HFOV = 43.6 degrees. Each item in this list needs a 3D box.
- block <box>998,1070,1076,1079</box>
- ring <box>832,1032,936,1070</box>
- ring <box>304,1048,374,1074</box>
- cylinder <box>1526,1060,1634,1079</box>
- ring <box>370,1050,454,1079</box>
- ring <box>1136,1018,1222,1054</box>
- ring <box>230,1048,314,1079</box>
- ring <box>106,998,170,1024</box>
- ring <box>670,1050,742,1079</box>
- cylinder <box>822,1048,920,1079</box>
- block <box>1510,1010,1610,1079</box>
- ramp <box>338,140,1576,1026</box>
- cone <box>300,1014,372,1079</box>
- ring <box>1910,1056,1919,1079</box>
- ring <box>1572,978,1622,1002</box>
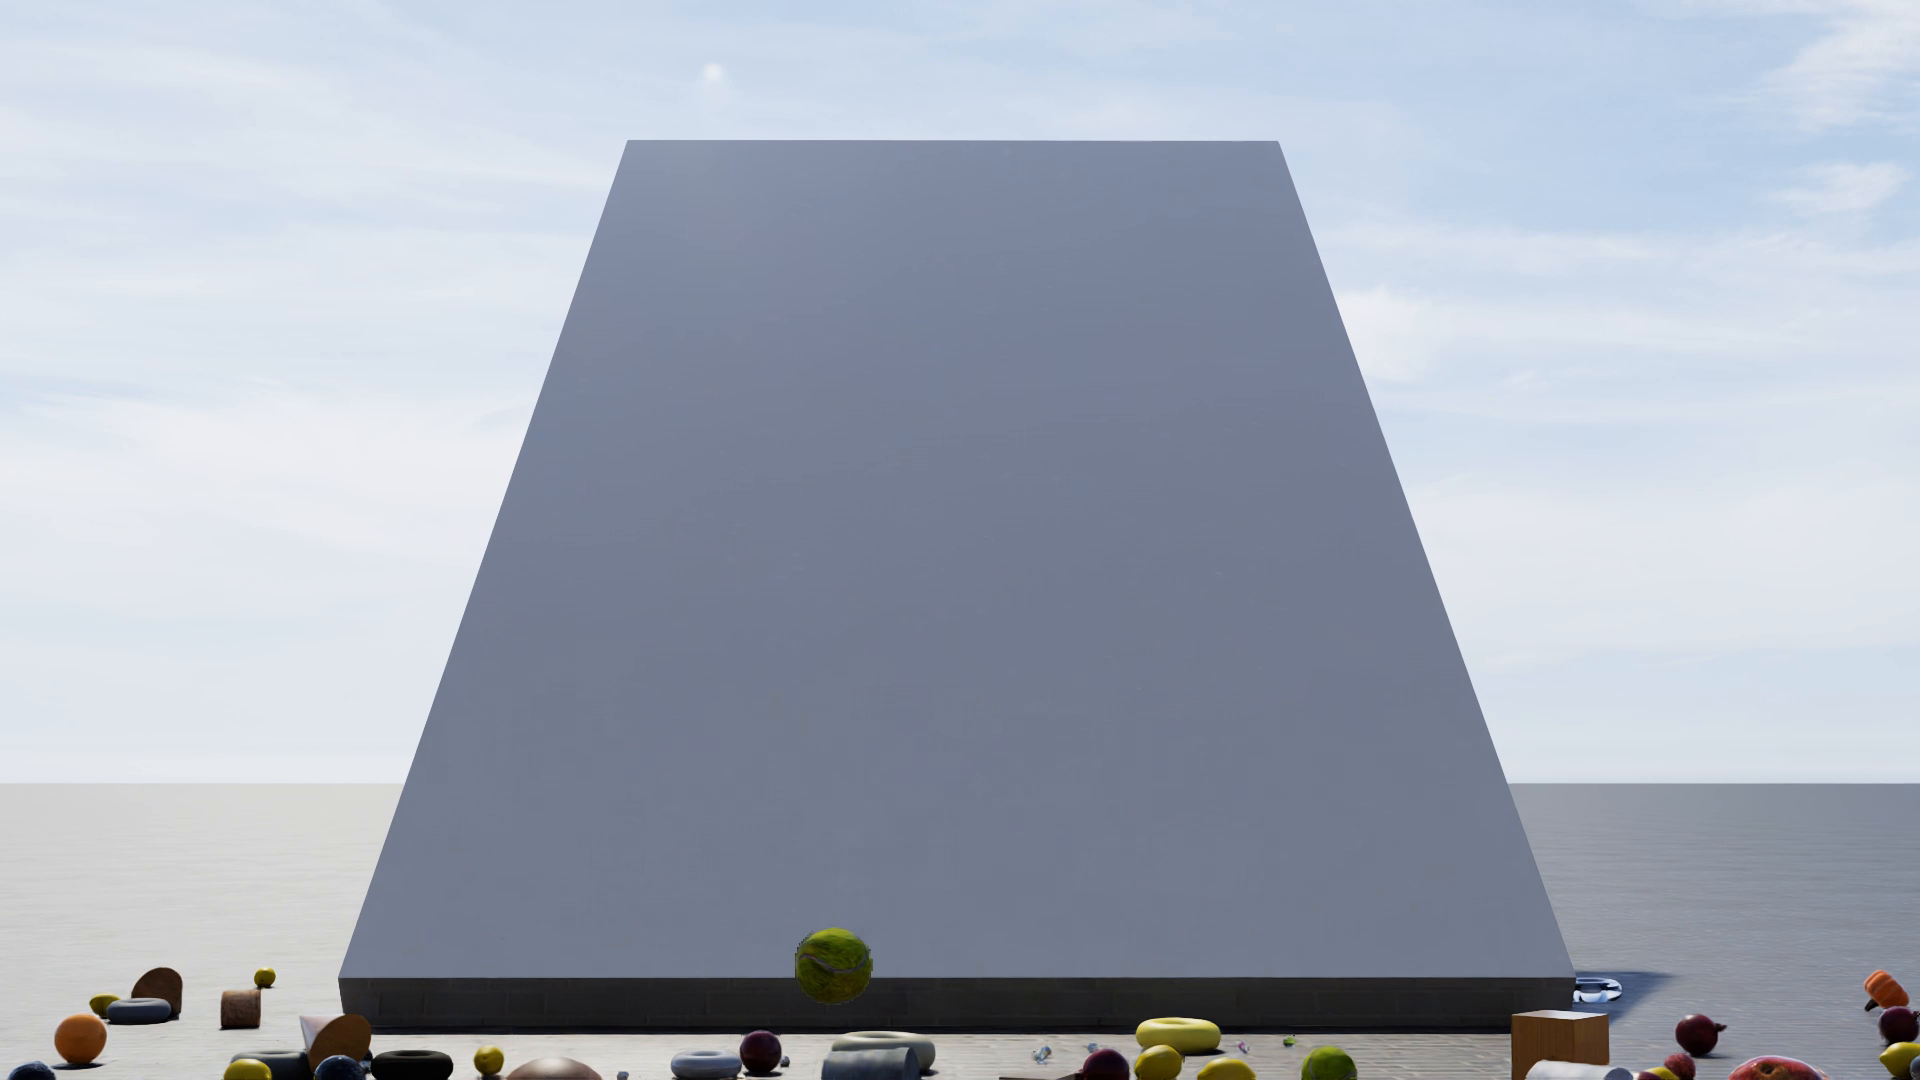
[{"bbox_3d":[0.088,0.642,2.725,0.067,0.067,0.067,-2,-6,23],"label":"block"},{"bbox_3d":[-0.106,0.712,3.331,0.146,0.049,0.146,1,-6,0],"label":"ring"},{"bbox_3d":[-0.862,0.717,3.314,0.102,0.034,0.102,1,-5,0],"label":"ring"},{"bbox_3d":[0.677,0.619,2.619,0.093,0.093,0.093,5,-8,-44],"label":"cylinder"},{"bbox_3d":[-0.735,0.706,3.217,0.109,0.036,0.109,1,-5,0],"label":"ring"},{"bbox_3d":[0.326,0.739,3.579,0.127,0.042,0.127,1,-5,0],"label":"ring"},{"bbox_3d":[-0.920,0.706,3.219,0.115,0.038,0.115,1,-7,0],"label":"ring"},{"bbox_3d":[-1.369,0.785,4.000,0.103,0.034,0.103,0,-4,0],"label":"ring"},{"bbox_3d":[-0.344,0.712,3.254,0.098,0.033,0.098,0,-4,0],"label":"ring"},{"bbox_3d":[-0.100,0.624,2.710,0.094,0.094,0.094,-5,-7,10],"label":"cylinder"},{"bbox_3d":[0.792,0.673,3.166,0.092,0.092,0.092,-5,-8,42],"label":"block"},{"bbox_3d":[-0.012,-0.217,5.648,2.000,0.100,4.000,0,29,0],"label":"ramp"},{"bbox_3d":[-0.863,0.662,3.234,0.098,0.098,0.098,24,10,37],"label":"cone"},{"bbox_3d":[1.311,0.699,3.156,0.116,0.039,0.116,1,-6,0],"label":"ring"},{"bbox_3d":[1.147,0.819,4.366,0.111,0.037,0.111,-1,-5,0],"label":"ring"}]
